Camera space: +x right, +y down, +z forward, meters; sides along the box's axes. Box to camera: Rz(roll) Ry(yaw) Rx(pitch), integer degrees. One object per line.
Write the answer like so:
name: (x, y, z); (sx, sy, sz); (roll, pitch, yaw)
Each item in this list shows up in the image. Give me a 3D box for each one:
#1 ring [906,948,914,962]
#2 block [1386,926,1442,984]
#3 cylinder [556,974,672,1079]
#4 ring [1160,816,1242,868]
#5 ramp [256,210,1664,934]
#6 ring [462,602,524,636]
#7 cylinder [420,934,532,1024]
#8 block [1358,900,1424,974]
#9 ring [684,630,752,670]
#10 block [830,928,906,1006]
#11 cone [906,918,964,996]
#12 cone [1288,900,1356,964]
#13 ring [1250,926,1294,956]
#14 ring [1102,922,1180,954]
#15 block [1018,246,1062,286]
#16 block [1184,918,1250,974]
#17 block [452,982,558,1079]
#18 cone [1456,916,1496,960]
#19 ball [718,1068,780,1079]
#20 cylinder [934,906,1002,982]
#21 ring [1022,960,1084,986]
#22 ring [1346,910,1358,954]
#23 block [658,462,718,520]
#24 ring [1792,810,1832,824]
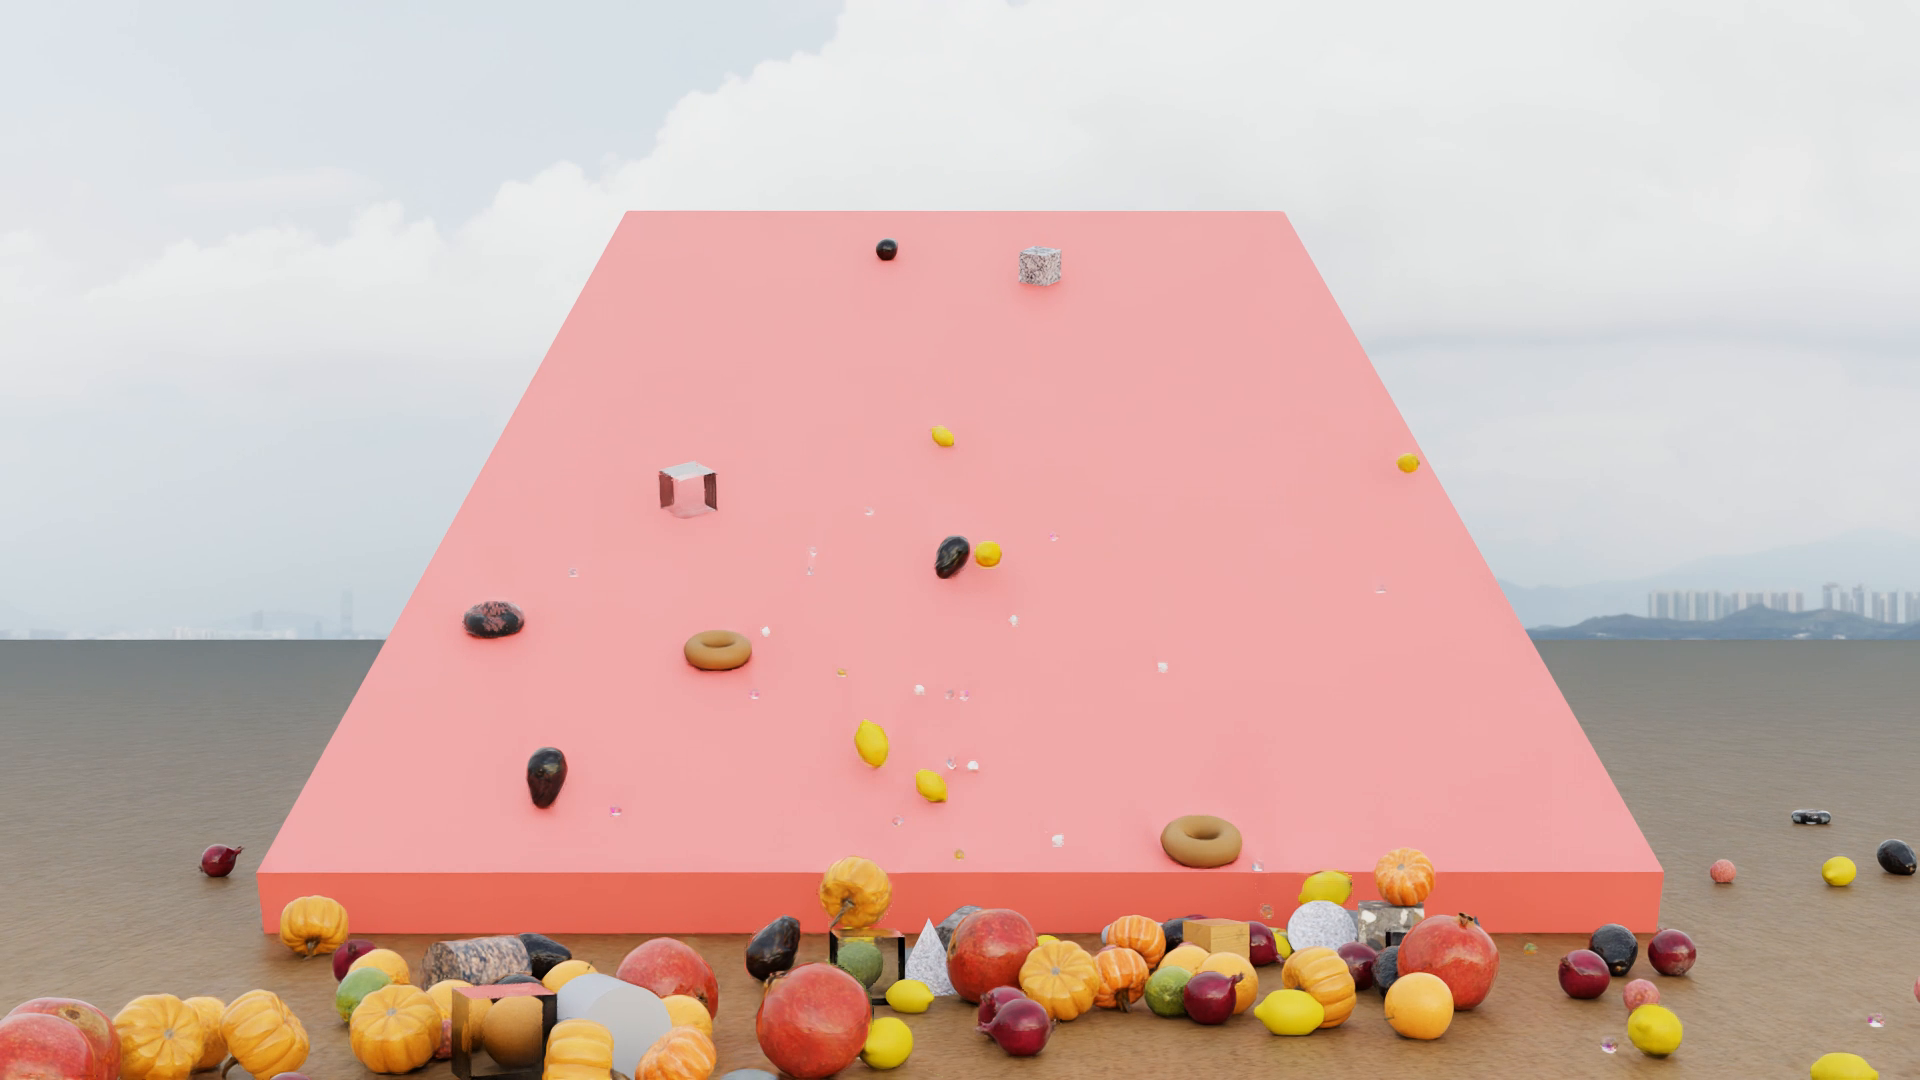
ring: (-0.033, 0.534, 2.910); (0.092, 0.031, 0.092); (-1, -1, 0)
block: (0.567, 0.517, 2.862); (0.061, 0.061, 0.061); (-1, -2, 20)
cylinder: (-0.342, 0.475, 2.230); (0.094, 0.094, 0.094); (1, -3, -30)
ring: (0.348, 0.434, 3.302); (0.117, 0.039, 0.117); (1, 21, 0)
ramp: (-0.006, -0.219, 5.132); (2.000, 0.100, 4.000); (0, 22, 0)
ring: (-0.822, 0.139, 4.042); (0.109, 0.036, 0.109); (1, 21, 0)
cylinder: (-0.541, 0.491, 2.564); (0.090, 0.090, 0.090); (2, -3, -44)
block: (0.554, 0.510, 2.942); (0.082, 0.082, 0.082); (0, -2, 10)
ring: (-0.413, 0.188, 3.918); (0.116, 0.039, 0.116); (1, 21, 0)
block: (-0.109, 0.501, 2.691); (0.078, 0.078, 0.078); (0, -2, -11)
cone: (-0.038, 0.500, 2.767); (0.087, 0.087, 0.087); (0, -2, 0)
cone: (0.478, 0.534, 3.035); (0.088, 0.088, 0.088); (0, -28, 7)
ring: (0.406, 0.541, 3.086); (0.093, 0.031, 0.093); (-1, -1, 0)
ring: (0.245, 0.540, 3.111); (0.108, 0.036, 0.108); (0, -3, 0)
block: (0.217, -0.742, 6.204); (0.083, 0.083, 0.083); (13, 25, 30)
block: (0.329, 0.520, 2.939); (0.060, 0.060, 0.060); (1, -3, -30)
block: (-0.444, 0.480, 2.230); (0.083, 0.083, 0.083); (1, -3, -25)
cone: (0.688, 0.528, 3.058); (0.055, 0.055, 0.055); (0, -2, 0)
ball: (-0.169, 0.465, 1.833); (0.082, 0.082, 0.082); (0, -2, 0)
cylinder: (0.003, 0.501, 2.841); (0.074, 0.074, 0.074); (-1, 12, 26)
ring: (0.114, 0.534, 2.820); (0.075, 0.025, 0.075); (1, -3, 0)
ring: (0.517, 0.535, 3.130); (0.141, 0.047, 0.141); (0, -1, 0)
block: (-0.544, -0.099, 4.581); (0.082, 0.082, 0.082); (-16, 27, -35)
ring: (1.931, 0.628, 5.199); (0.086, 0.029, 0.086); (-1, -1, 0)
